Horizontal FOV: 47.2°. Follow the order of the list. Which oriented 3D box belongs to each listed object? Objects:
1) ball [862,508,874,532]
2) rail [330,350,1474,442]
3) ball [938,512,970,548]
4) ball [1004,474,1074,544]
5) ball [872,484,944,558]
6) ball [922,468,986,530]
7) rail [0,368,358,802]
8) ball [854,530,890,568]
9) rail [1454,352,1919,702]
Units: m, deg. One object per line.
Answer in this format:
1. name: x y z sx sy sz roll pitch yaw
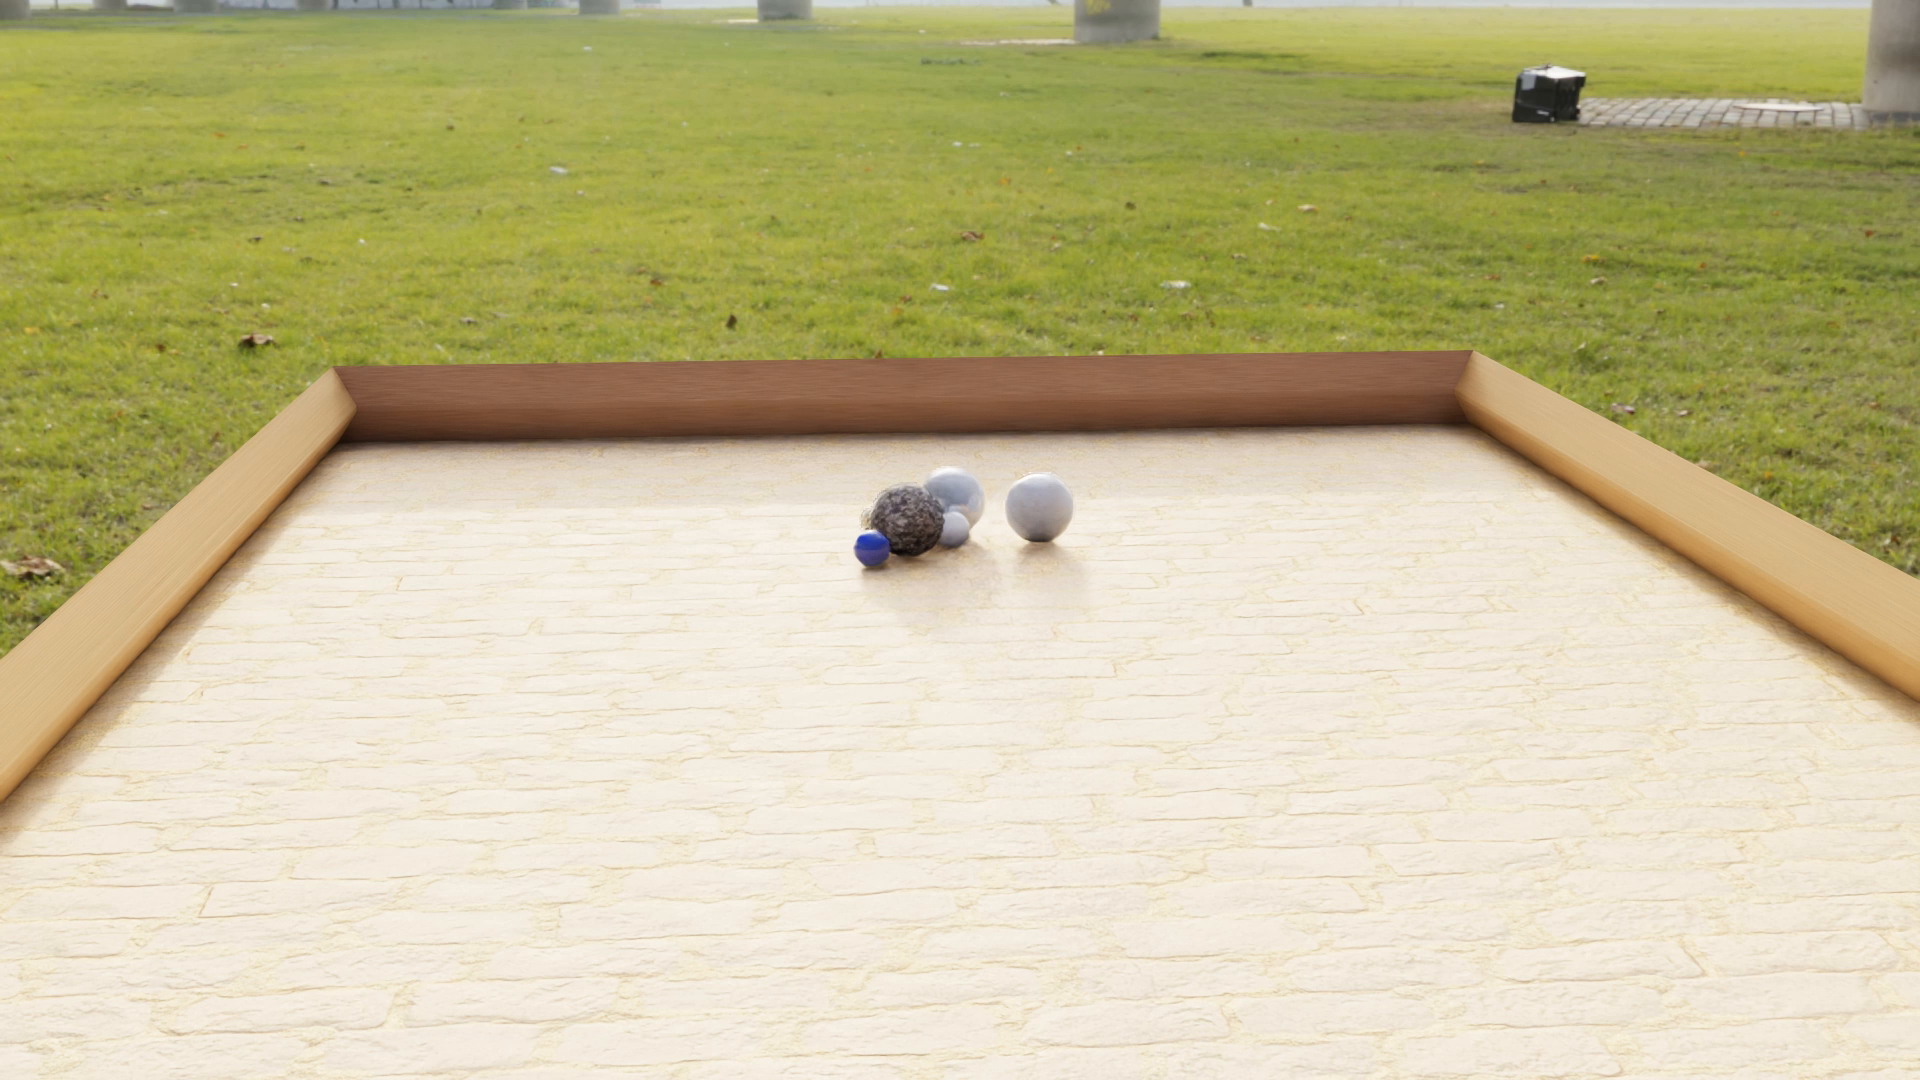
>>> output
1. ball: -0.114 -0.022 3.014 0.043 0.043 0.043 0 14 0
2. rail: -0.074 -0.239 3.699 1.930 0.126 0.045 -1 14 -5
3. ball: -0.011 -0.014 2.965 0.050 0.050 0.050 0 14 0
4. ball: 0.108 -0.043 2.991 0.095 0.095 0.095 0 14 0
5. ball: -0.069 -0.026 2.917 0.097 0.097 0.097 0 14 0
6. ball: -0.011 -0.053 3.031 0.093 0.093 0.093 0 14 0
7. rail: -0.862 0.205 1.943 0.045 0.126 3.521 -1 14 -5
8. ball: -0.115 0.012 2.869 0.048 0.048 0.048 0 14 0
9. rail: 1.013 0.165 2.099 0.045 0.126 3.521 -1 14 -5
